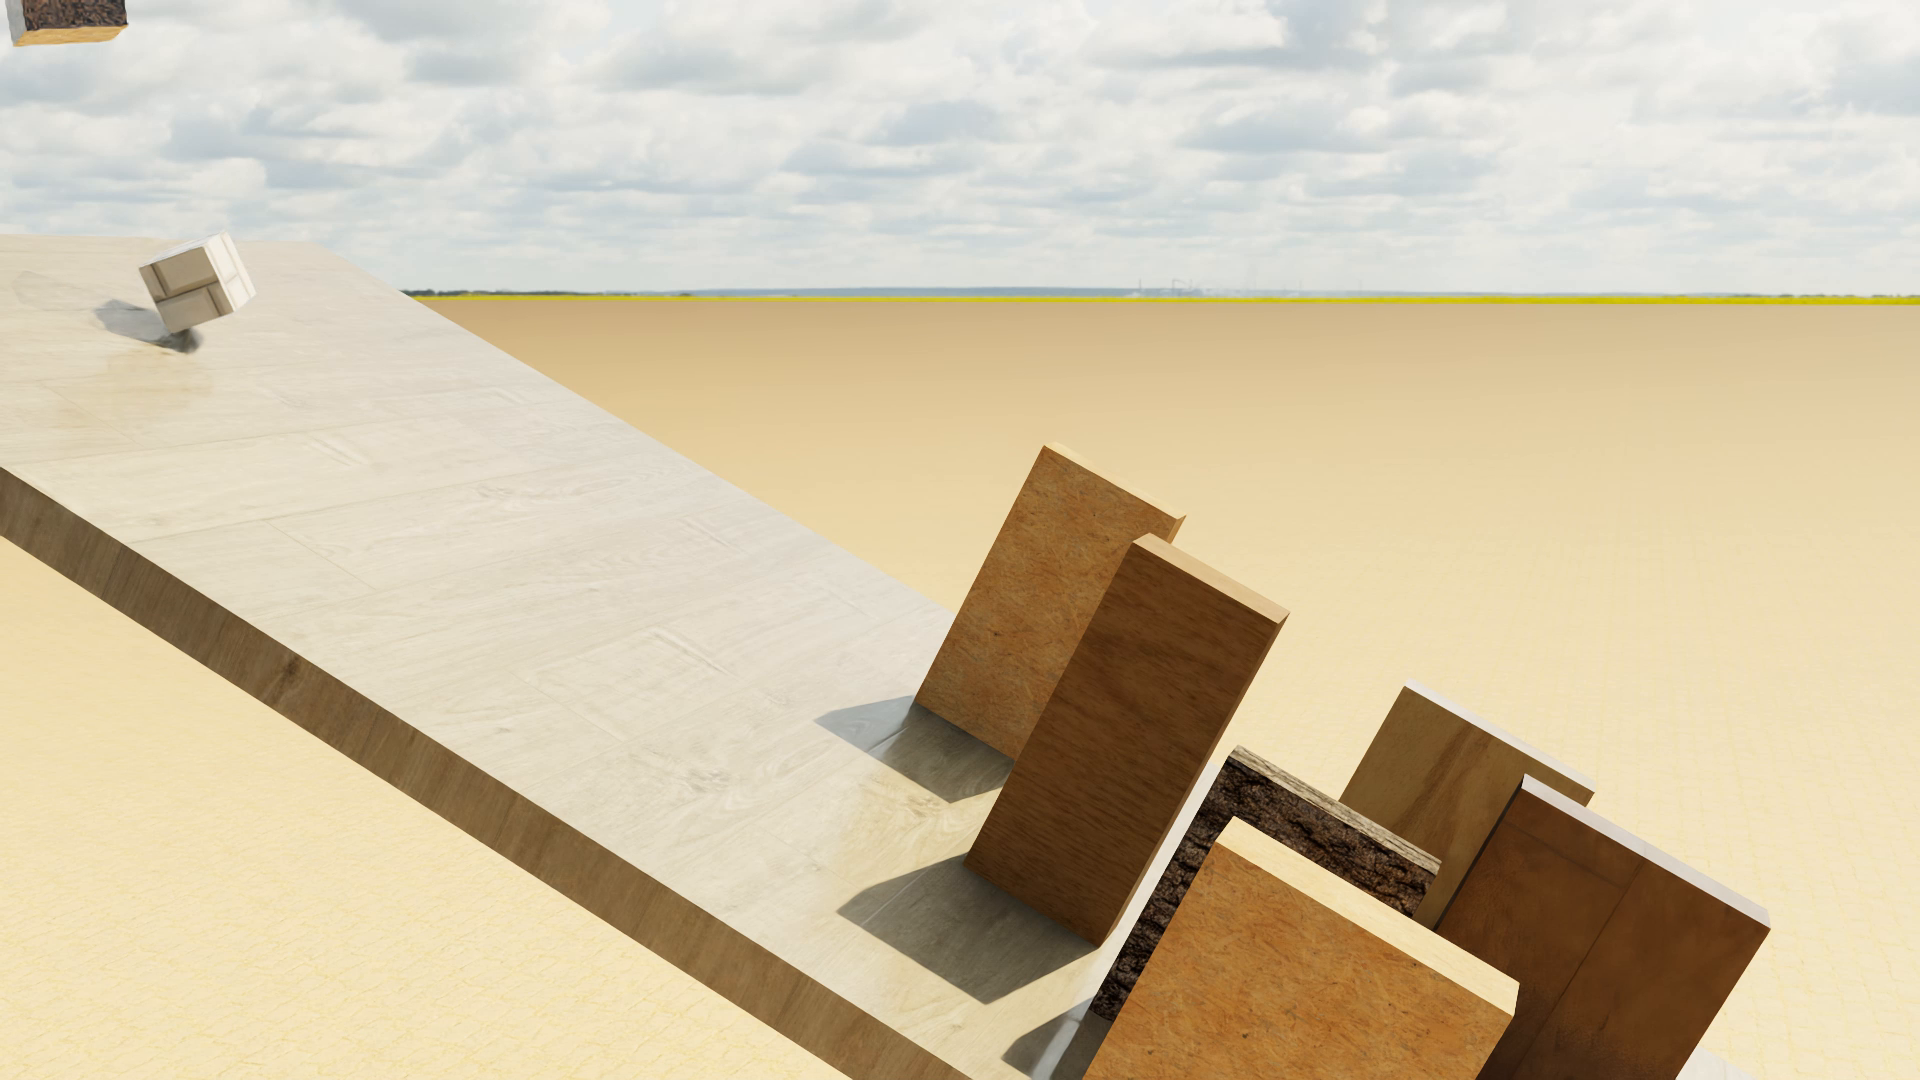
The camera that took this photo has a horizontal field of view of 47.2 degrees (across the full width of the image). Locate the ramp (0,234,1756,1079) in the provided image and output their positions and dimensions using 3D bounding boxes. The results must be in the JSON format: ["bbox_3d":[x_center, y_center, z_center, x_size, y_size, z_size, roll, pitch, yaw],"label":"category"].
[{"bbox_3d":[-0.230,0.384,4.152,4.000,0.100,2.000,30,14,12],"label":"ramp"}]

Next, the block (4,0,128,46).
[{"bbox_3d":[-1.821,-1.120,4.459,0.194,0.194,0.194,-11,7,-30],"label":"block"}]

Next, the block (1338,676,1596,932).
[{"bbox_3d":[0.978,0.587,4.449,0.419,0.463,0.098,30,14,12],"label":"block"}]

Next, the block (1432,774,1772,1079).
[{"bbox_3d":[1.007,0.753,3.695,0.445,0.562,0.110,30,14,12],"label":"block"}]

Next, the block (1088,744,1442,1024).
[{"bbox_3d":[0.467,0.613,3.403,0.354,0.472,0.086,30,14,12],"label":"block"}]

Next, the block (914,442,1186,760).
[{"bbox_3d":[0.176,0.135,4.362,0.299,0.585,0.098,30,14,12],"label":"block"}]

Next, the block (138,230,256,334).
[{"bbox_3d":[-1.522,-0.517,4.392,0.142,0.142,0.142,-17,20,7],"label":"block"}]

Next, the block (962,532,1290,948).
[{"bbox_3d":[0.278,0.337,3.711,0.272,0.637,0.133,30,14,12],"label":"block"}]

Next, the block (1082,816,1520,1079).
[{"bbox_3d":[0.450,0.708,3.032,0.445,0.470,0.144,30,14,12],"label":"block"}]
